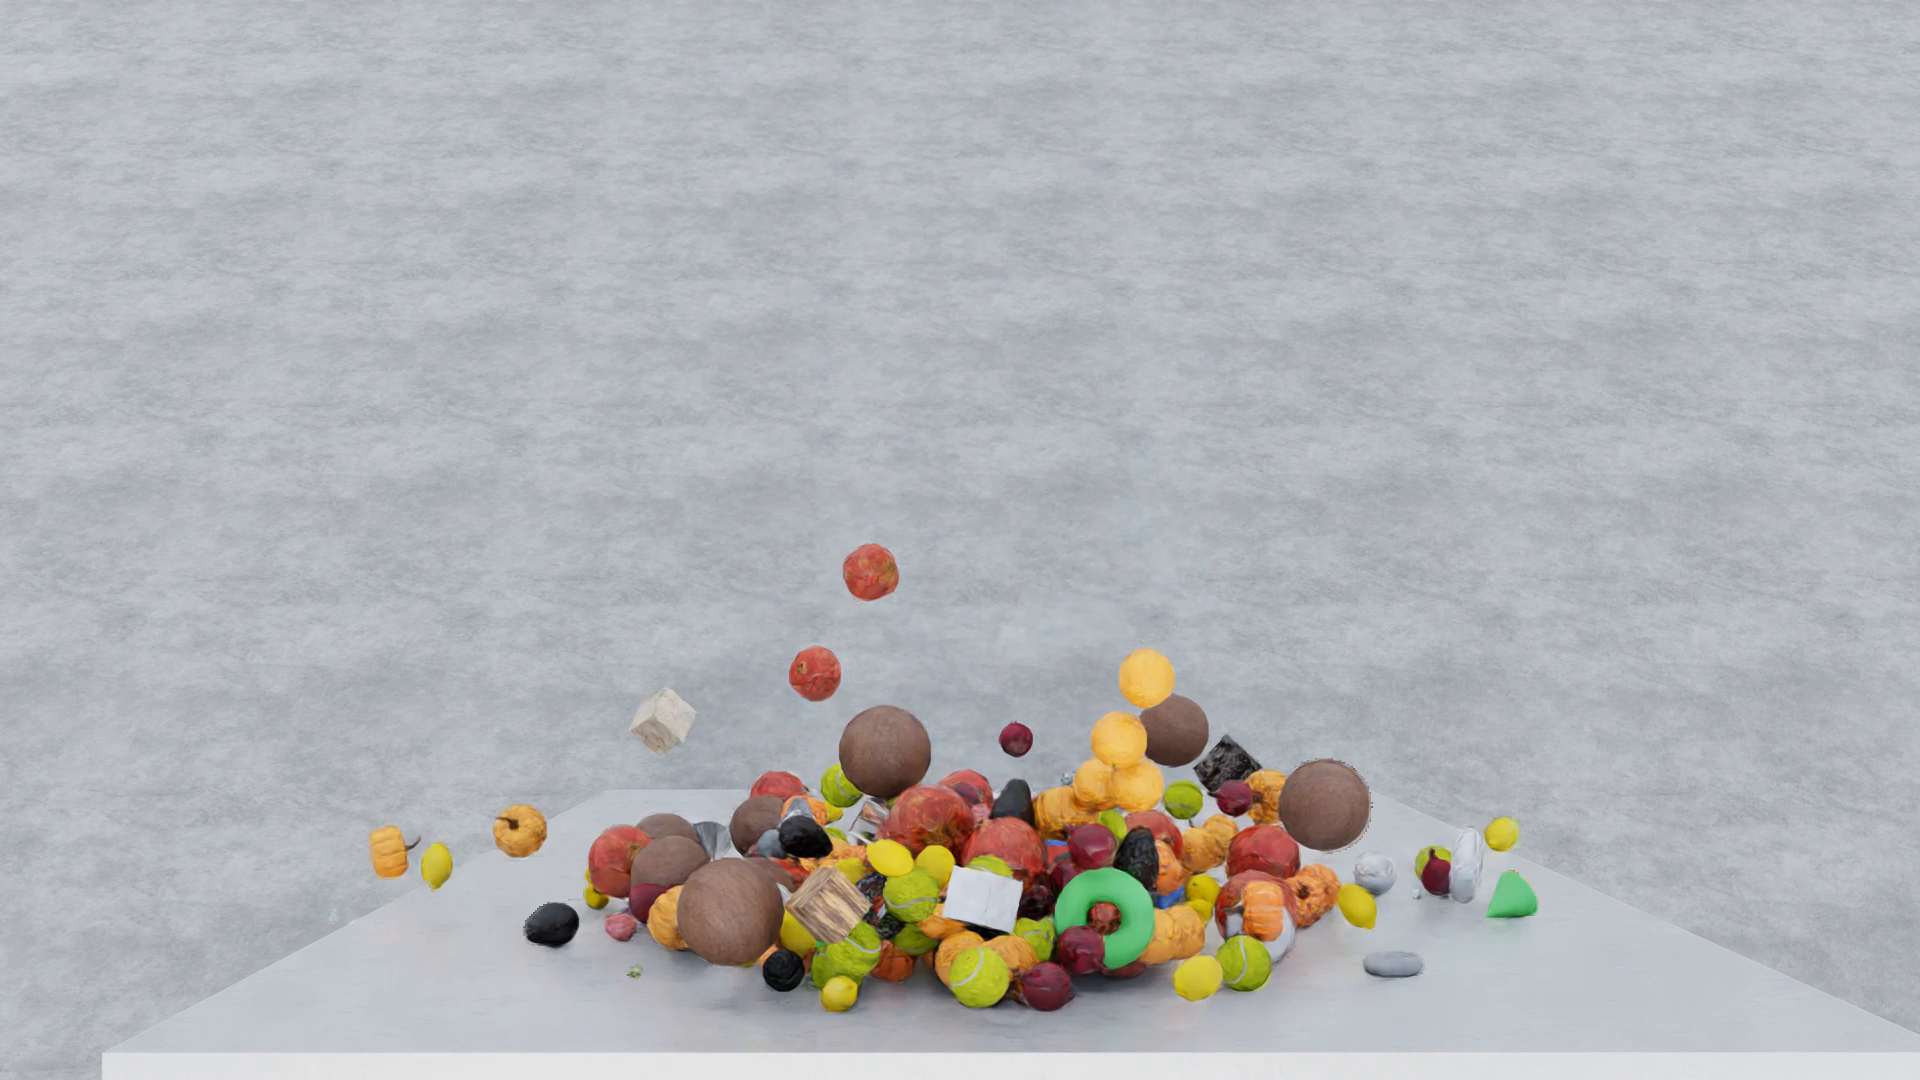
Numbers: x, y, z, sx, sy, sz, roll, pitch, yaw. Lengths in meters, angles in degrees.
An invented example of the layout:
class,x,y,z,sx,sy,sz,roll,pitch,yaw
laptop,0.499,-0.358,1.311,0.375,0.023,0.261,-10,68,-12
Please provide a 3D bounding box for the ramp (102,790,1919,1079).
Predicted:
class,x,y,z,sx,sy,sz,roll,pitch,yaw
ramp,0.075,0.653,4.794,2.000,0.100,4.000,0,-1,0

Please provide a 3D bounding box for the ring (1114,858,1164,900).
class,x,y,z,sx,sy,sz,roll,pitch,yaw
ring,0.258,0.489,3.734,0.079,0.026,0.079,20,23,-9

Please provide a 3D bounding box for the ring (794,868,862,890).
class,x,y,z,sx,sy,sz,roll,pitch,yaw
ring,-0.221,0.573,4.351,0.114,0.038,0.114,-1,0,0

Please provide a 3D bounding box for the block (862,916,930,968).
class,x,y,z,sx,sy,sz,roll,pitch,yaw
block,-0.084,0.520,3.420,0.055,0.055,0.055,29,79,25

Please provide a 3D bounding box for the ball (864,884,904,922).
class,x,y,z,sx,sy,sz,roll,pitch,yaw
ball,-0.106,0.507,3.601,0.059,0.059,0.059,0,34,0

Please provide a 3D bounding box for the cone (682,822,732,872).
class,x,y,z,sx,sy,sz,roll,pitch,yaw
cone,-0.458,0.580,4.738,0.096,0.096,0.096,-7,27,-10

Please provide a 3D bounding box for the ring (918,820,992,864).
class,x,y,z,sx,sy,sz,roll,pitch,yaw
ring,-0.008,0.488,4.194,0.120,0.120,0.040,-5,61,-8

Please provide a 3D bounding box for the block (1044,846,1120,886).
class,x,y,z,sx,sy,sz,roll,pitch,yaw
block,0.195,0.535,4.154,0.088,0.088,0.088,-7,-12,44

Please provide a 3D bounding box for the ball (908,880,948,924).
class,x,y,z,sx,sy,sz,roll,pitch,yaw
ball,-0.048,0.539,3.858,0.068,0.068,0.068,0,34,0

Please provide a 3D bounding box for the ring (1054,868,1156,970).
class,x,y,z,sx,sy,sz,roll,pitch,yaw
ring,0.181,0.475,3.255,0.128,0.128,0.043,4,-7,6

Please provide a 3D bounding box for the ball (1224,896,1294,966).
class,x,y,z,sx,sy,sz,roll,pitch,yaw
ball,0.400,0.522,3.469,0.093,0.093,0.093,0,34,0

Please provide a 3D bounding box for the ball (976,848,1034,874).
class,x,y,z,sx,sy,sz,roll,pitch,yaw
ball,0.071,0.537,4.104,0.096,0.096,0.096,0,34,0

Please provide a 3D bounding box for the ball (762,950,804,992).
class,x,y,z,sx,sy,sz,roll,pitch,yaw
ball,-0.220,0.537,3.239,0.052,0.052,0.052,0,34,0

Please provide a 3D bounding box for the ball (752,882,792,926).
class,x,y,z,sx,sy,sz,roll,pitch,yaw
ball,-0.242,0.473,3.365,0.056,0.056,0.056,0,34,0

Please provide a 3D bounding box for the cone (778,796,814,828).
class,x,y,z,sx,sy,sz,roll,pitch,yaw
cone,-0.269,0.445,4.134,0.054,0.054,0.054,-27,42,-33

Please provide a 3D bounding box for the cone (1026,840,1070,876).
class,x,y,z,sx,sy,sz,roll,pitch,yaw
cone,0.156,0.570,4.367,0.096,0.096,0.096,1,25,1

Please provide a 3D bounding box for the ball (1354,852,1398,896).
class,x,y,z,sx,sy,sz,roll,pitch,yaw
ball,0.691,0.554,4.318,0.072,0.072,0.072,0,34,0

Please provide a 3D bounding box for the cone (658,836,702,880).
class,x,y,z,sx,sy,sz,roll,pitch,yaw
cone,-0.471,0.576,4.537,0.090,0.090,0.090,-12,57,20

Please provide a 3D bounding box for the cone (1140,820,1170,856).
class,x,y,z,sx,sy,sz,roll,pitch,yaw
cone,0.351,0.510,4.527,0.057,0.057,0.057,32,1,-1

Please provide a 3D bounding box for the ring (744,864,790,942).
class,x,y,z,sx,sy,sz,roll,pitch,yaw
ring,-0.267,0.503,3.600,0.036,0.109,0.109,-2,32,22

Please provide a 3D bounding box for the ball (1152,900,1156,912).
class,x,y,z,sx,sy,sz,roll,pitch,yaw
ball,0.243,0.530,3.779,0.086,0.086,0.086,0,34,0

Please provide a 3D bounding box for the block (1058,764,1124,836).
class,x,y,z,sx,sy,sz,roll,pitch,yaw
block,0.261,0.521,5.160,0.096,0.096,0.096,-14,35,18

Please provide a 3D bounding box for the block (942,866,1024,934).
class,x,y,z,sx,sy,sz,roll,pitch,yaw
block,0.027,0.424,3.061,0.061,0.061,0.061,5,-13,37

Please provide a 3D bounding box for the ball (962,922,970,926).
class,x,y,z,sx,sy,sz,roll,pitch,yaw
ball,0.007,0.546,3.898,0.068,0.068,0.068,0,34,0

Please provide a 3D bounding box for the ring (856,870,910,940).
class,x,y,z,sx,sy,sz,roll,pitch,yaw
ring,-0.101,0.461,3.268,0.087,0.087,0.029,25,9,32

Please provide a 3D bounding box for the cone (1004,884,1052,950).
class,x,y,z,sx,sy,sz,roll,pitch,yaw
cone,0.103,0.540,3.590,0.089,0.089,0.089,-19,35,13

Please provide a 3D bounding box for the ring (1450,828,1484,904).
class,x,y,z,sx,sy,sz,roll,pitch,yaw
ring,0.803,0.516,4.112,0.040,0.121,0.121,7,34,18

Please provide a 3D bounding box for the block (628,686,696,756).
class,x,y,z,sx,sy,sz,roll,pitch,yaw
block,-0.512,0.312,4.475,0.071,0.071,0.071,-31,26,38

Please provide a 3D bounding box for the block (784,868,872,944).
class,x,y,z,sx,sy,sz,roll,pitch,yaw
block,-0.156,0.432,3.067,0.062,0.062,0.062,-49,16,-22

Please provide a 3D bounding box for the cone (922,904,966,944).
class,x,y,z,sx,sy,sz,roll,pitch,yaw
cone,-0.034,0.536,3.597,0.067,0.067,0.067,-18,34,7

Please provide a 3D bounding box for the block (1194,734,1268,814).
class,x,y,z,sx,sy,sz,roll,pitch,yaw
block,0.498,0.429,4.773,0.089,0.089,0.089,42,6,-11

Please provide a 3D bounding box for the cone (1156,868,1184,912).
class,x,y,z,sx,sy,sz,roll,pitch,yaw
cone,0.319,0.567,4.092,0.071,0.071,0.071,1,23,1

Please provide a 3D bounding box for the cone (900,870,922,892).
class,x,y,z,sx,sy,sz,roll,pitch,yaw
cone,-0.069,0.577,4.242,0.052,0.052,0.052,-20,37,-27

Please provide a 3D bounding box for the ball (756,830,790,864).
class,x,y,z,sx,sy,sz,roll,pitch,yaw
ball,-0.285,0.469,3.971,0.051,0.051,0.051,0,34,0

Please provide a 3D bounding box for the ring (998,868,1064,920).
class,x,y,z,sx,sy,sz,roll,pitch,yaw
ring,0.116,0.543,3.991,0.139,0.046,0.139,21,3,-1

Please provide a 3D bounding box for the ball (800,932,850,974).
class,x,y,z,sx,sy,sz,roll,pitch,yaw
ball,-0.176,0.535,3.388,0.063,0.063,0.063,0,34,0

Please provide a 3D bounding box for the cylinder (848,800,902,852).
class,x,y,z,sx,sy,sz,roll,pitch,yaw
cylinder,-0.128,0.431,3.922,0.059,0.059,0.059,29,37,-2

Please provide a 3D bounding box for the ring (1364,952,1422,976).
class,x,y,z,sx,sy,sz,roll,pitch,yaw
ring,0.565,0.555,3.391,0.077,0.026,0.077,0,0,0

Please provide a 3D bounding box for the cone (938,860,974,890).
class,x,y,z,sx,sy,sz,roll,pitch,yaw
cone,-0.005,0.534,4.257,0.087,0.087,0.087,-5,70,-7
